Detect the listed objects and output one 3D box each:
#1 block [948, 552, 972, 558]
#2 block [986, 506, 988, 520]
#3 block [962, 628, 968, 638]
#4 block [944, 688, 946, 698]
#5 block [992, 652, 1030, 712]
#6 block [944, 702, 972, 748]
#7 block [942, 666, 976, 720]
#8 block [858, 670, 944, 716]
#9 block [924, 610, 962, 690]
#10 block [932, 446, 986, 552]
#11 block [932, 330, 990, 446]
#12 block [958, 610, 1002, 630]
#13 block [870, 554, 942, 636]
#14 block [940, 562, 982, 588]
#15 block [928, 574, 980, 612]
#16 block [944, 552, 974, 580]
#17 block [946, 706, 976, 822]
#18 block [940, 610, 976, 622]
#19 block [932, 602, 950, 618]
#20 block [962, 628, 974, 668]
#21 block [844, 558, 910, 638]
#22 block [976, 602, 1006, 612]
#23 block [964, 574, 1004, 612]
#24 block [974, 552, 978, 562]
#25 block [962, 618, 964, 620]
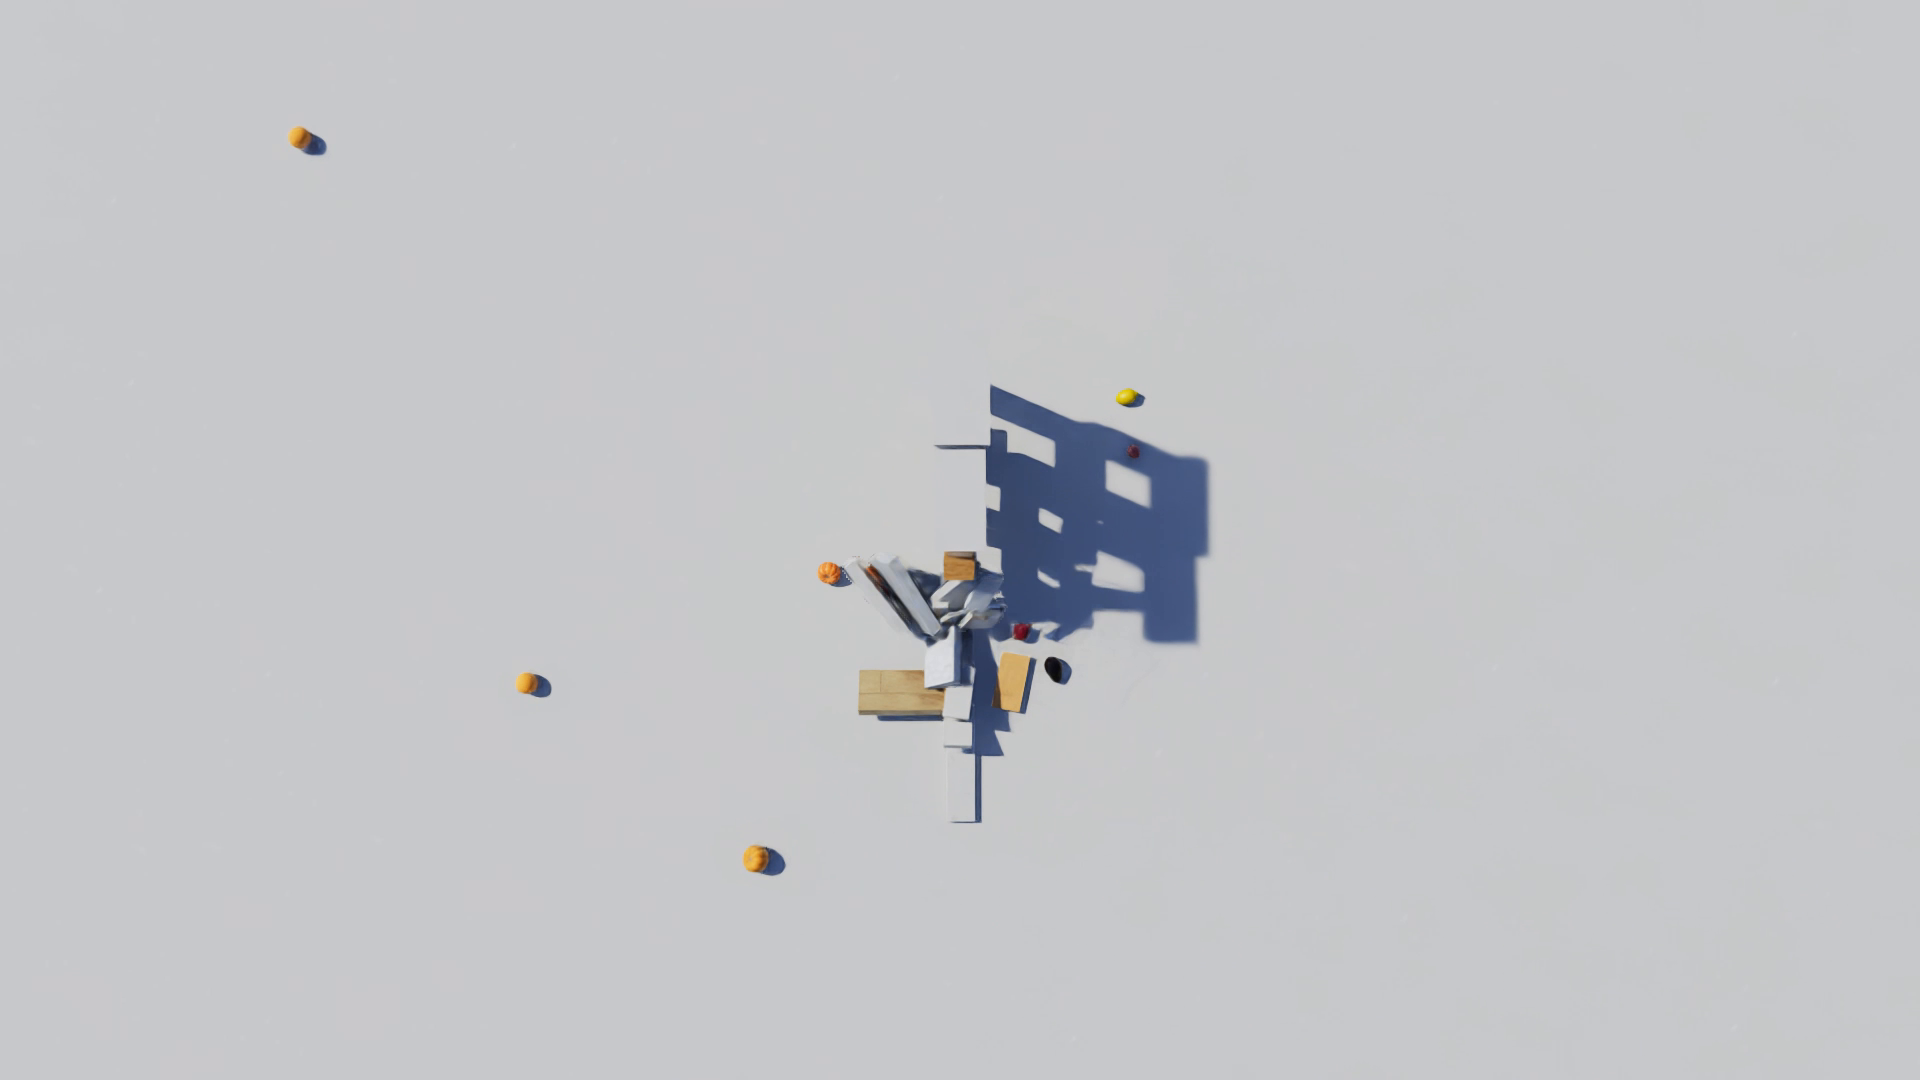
[{"bbox_3d":[0.002,0.017,4.963,0.070,0.180,0.020,2,72,0],"label":"block"},{"bbox_3d":[0.002,-0.039,4.896,0.151,0.312,0.043,1,75,0],"label":"block"},{"bbox_3d":[0.001,0.276,5.473,0.050,0.014,0.100,0,66,0],"label":"block"},{"bbox_3d":[-0.010,0.457,5.435,0.086,0.024,0.171,0,61,0],"label":"block"},{"bbox_3d":[0.169,0.471,5.487,0.094,0.027,0.187,11,90,0],"label":"block"},{"bbox_3d":[-0.006,0.594,5.434,0.094,0.027,0.187,1,61,1],"label":"block"},{"bbox_3d":[-0.003,0.496,5.378,0.085,0.024,0.171,7,76,2],"label":"block"},{"bbox_3d":[-0.151,0.504,5.447,0.364,0.041,0.144,0,61,0],"label":"block"},{"bbox_3d":[-0.055,0.354,5.402,0.127,0.036,0.254,-18,62,39],"label":"block"},{"bbox_3d":[-0.002,-0.118,4.718,0.151,0.043,0.301,0,90,0],"label":"block"},{"bbox_3d":[0.004,-0.431,4.689,0.162,0.046,0.324,0,90,0],"label":"block"},{"bbox_3d":[0.067,0.261,5.397,0.070,0.140,0.020,-49,57,34],"label":"block"},{"bbox_3d":[-0.175,0.176,5.362,0.041,0.144,0.288,-37,108,-19],"label":"block"},{"bbox_3d":[0.002,0.143,5.317,0.127,0.335,0.036,0,70,0],"label":"block"},{"bbox_3d":[0.007,0.169,5.276,0.127,0.254,0.036,8,67,-22],"label":"block"},{"bbox_3d":[-0.003,0.029,5.065,0.094,0.027,0.188,0,89,0],"label":"block"},{"bbox_3d":[0.003,0.743,5.487,0.094,0.027,0.382,0,90,0],"label":"block"},{"bbox_3d":[-0.007,0.245,5.357,0.106,0.053,0.015,-10,72,-38],"label":"block"},{"bbox_3d":[-0.062,0.227,5.350,0.053,0.106,0.015,0,69,-1],"label":"block"},{"bbox_3d":[0.001,0.366,5.452,0.085,0.024,0.171,0,65,0],"label":"block"},{"bbox_3d":[-0.267,0.186,5.363,0.041,0.144,0.288,-38,95,2],"label":"block"},{"bbox_3d":[0.094,0.231,5.456,0.106,0.053,0.015,-10,69,-18],"label":"block"},{"bbox_3d":[0.073,0.166,5.174,0.070,0.020,0.140,12,129,-25],"label":"block"},{"bbox_3d":[0.005,0.004,5.282,0.101,0.029,0.202,0,90,0],"label":"block"},{"bbox_3d":[0.002,0.214,5.479,0.050,0.014,0.100,0,73,0],"label":"block"}]
